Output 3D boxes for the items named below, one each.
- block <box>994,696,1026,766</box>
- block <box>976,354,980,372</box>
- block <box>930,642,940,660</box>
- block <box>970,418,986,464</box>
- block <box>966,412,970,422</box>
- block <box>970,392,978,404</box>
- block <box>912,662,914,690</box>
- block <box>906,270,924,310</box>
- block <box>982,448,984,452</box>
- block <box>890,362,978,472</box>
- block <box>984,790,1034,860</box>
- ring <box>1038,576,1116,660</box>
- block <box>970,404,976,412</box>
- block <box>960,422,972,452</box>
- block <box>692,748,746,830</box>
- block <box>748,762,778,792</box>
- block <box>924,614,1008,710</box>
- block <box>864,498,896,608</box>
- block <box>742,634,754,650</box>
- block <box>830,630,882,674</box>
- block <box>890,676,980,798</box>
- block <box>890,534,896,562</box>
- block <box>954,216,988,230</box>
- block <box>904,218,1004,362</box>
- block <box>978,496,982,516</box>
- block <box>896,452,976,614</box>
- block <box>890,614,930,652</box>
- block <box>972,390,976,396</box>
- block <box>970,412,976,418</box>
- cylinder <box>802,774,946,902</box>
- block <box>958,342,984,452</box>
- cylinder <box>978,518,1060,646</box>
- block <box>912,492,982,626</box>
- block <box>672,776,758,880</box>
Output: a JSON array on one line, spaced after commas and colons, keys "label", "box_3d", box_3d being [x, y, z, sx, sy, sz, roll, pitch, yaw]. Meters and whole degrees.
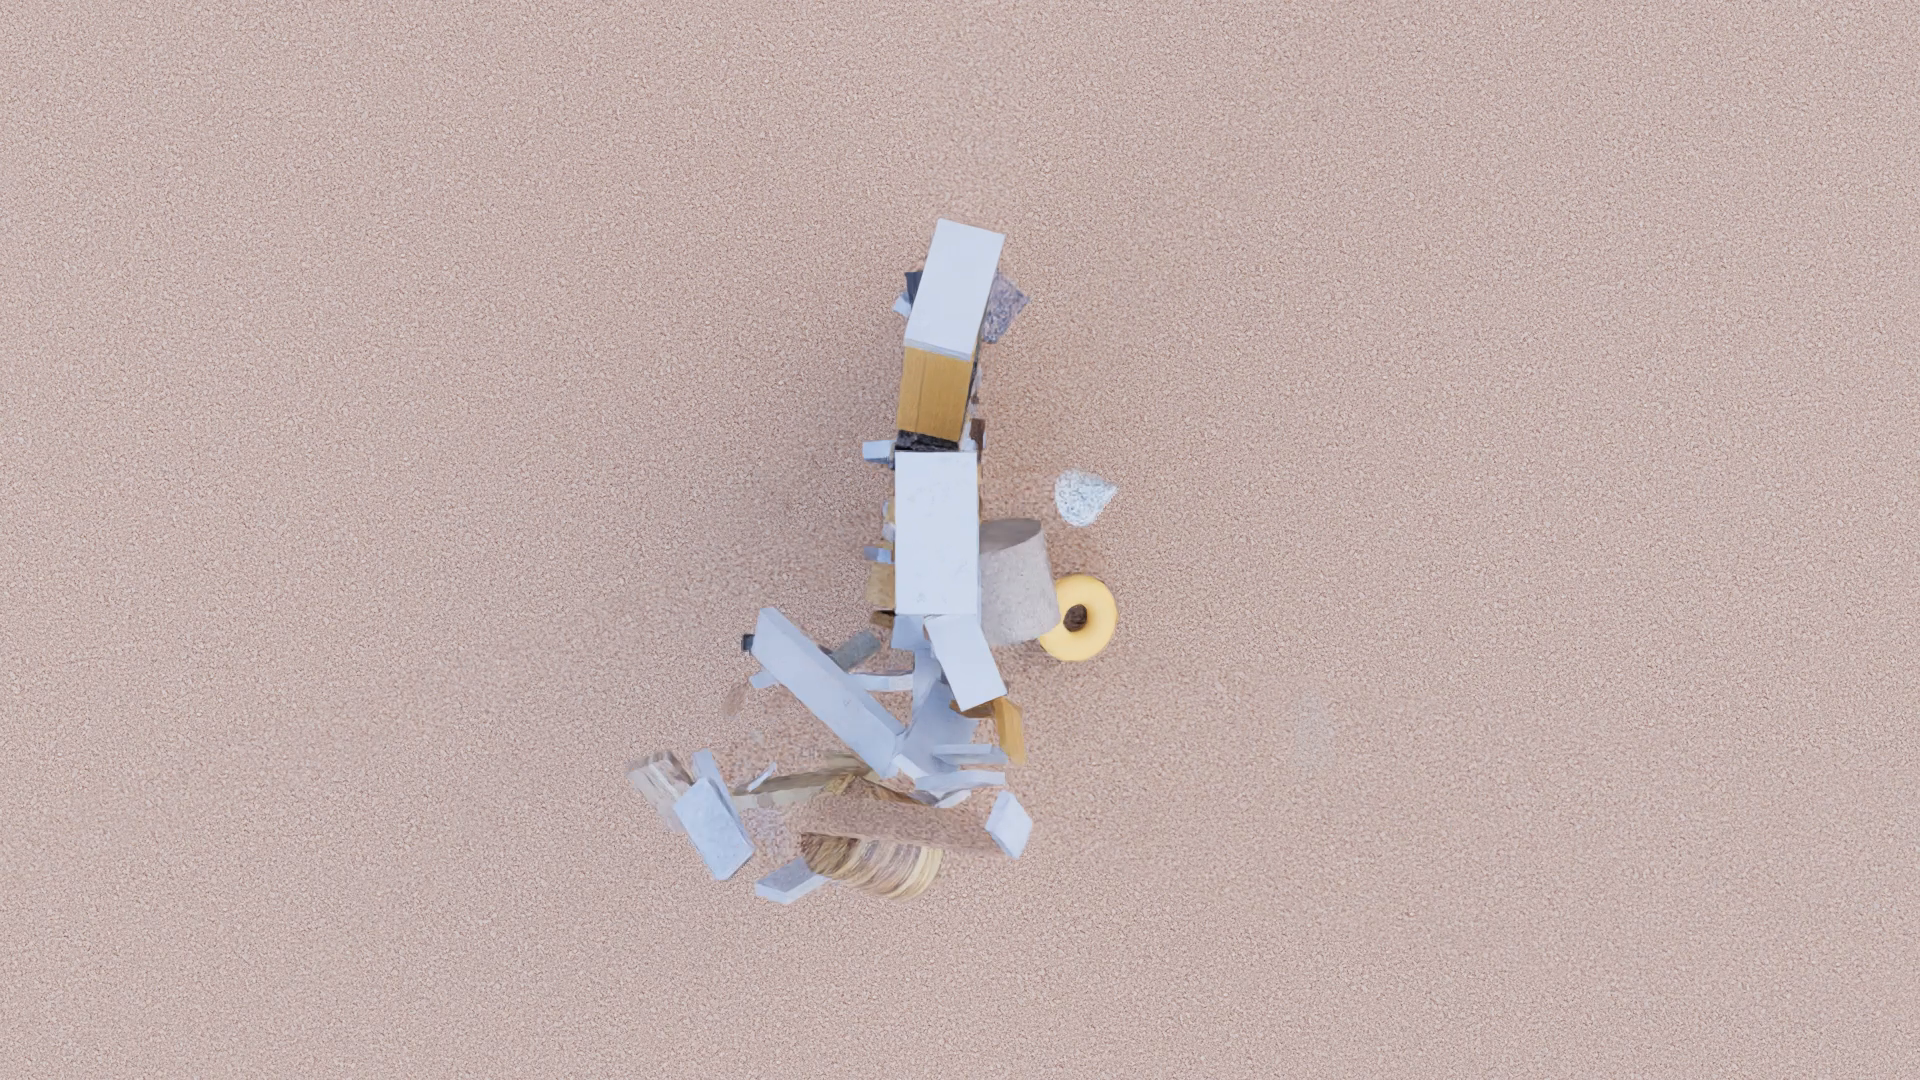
[{"label": "block", "box_3d": [0.119, 0.455, 3.947, 0.023, 0.165, 0.082, -30, 124, 16]}, {"label": "block", "box_3d": [0.005, -0.537, 4.240, 0.104, 0.029, 0.207, 10, 84, -10]}, {"label": "block", "box_3d": [-0.048, 0.265, 4.434, 0.056, 0.016, 0.112, 5, 91, -6]}, {"label": "block", "box_3d": [-0.013, -0.232, 5.164, 0.154, 0.044, 0.309, 7, 90, 3]}, {"label": "block", "box_3d": [-0.005, -0.379, 4.997, 0.068, 0.019, 0.135, -2, 88, 2]}, {"label": "block", "box_3d": [0.016, -0.470, 5.143, 0.067, 0.256, 0.019, -6, 113, -1]}, {"label": "block", "box_3d": [-0.107, 0.487, 5.306, 0.092, 0.026, 0.185, 1, 90, 31]}, {"label": "block", "box_3d": [-0.062, -0.635, 4.718, 0.145, 0.041, 0.290, -10, 75, 0]}, {"label": "block", "box_3d": [0.001, -0.324, 5.345, 0.154, 0.309, 0.044, 3, 88, 0]}, {"label": "block", "box_3d": [-0.065, -0.308, 4.136, 0.153, 0.043, 0.307, 13, 89, 1]}, {"label": "block", "box_3d": [0.116, 0.667, 3.857, 0.028, 0.196, 0.098, 15, 67, 26]}, {"label": "ring", "box_3d": [0.379, 0.256, 5.412, 0.292, 0.097, 0.292, -6, 106, -22]}, {"label": "block", "box_3d": [-0.004, -0.512, 5.281, 0.101, 0.029, 0.203, -2, 90, 1]}, {"label": "block", "box_3d": [-0.055, -0.227, 4.862, 0.131, 0.037, 0.263, 10, 90, 3]}, {"label": "block", "box_3d": [-0.716, 0.795, 4.945, 0.045, 0.160, 0.320, -22, 73, -20]}, {"label": "block", "box_3d": [-0.528, 0.633, 4.407, 0.014, 0.048, 0.095, 44, 124, -5]}, {"label": "block", "box_3d": [0.013, 0.271, 3.850, 0.117, 0.033, 0.233, -22, 103, 2]}, {"label": "block", "box_3d": [-0.166, 0.047, 4.860, 0.156, 0.044, 0.312, 14, 92, 14]}, {"label": "block", "box_3d": [-0.589, 0.295, 4.821, 0.092, 0.013, 0.046, -7, 123, -12]}, {"label": "block", "box_3d": [-0.294, 0.317, 4.666, 0.140, 0.020, 0.070, -35, 67, -31]}, {"label": "block", "box_3d": [-0.054, 0.491, 4.142, 0.152, 0.304, 0.043, 39, 128, -9]}, {"label": "block", "box_3d": [-0.090, -0.076, 4.488, 0.149, 0.042, 0.299, 10, 82, -1]}, {"label": "block", "box_3d": [0.015, -0.713, 4.063, 0.081, 0.023, 0.163, 9, 79, 2]}, {"label": "block", "box_3d": [-0.013, -0.585, 3.855, 0.160, 0.045, 0.320, 15, 72, 2]}, {"label": "block", "box_3d": [-0.010, -0.118, 5.341, 0.154, 0.309, 0.044, 6, 87, 3]}, {"label": "block", "box_3d": [-0.053, -0.017, 3.687, 0.179, 0.051, 0.358, 0, 93, 0]}, {"label": "block", "box_3d": [-0.108, 0.178, 4.548, 0.130, 0.037, 0.260, 10, 85, -8]}, {"label": "block", "box_3d": [-0.013, -0.553, 5.016, 0.115, 0.033, 0.230, -4, 95, 1]}, {"label": "block", "box_3d": [-0.001, -0.430, 5.397, 0.101, 0.203, 0.029, -1, 80, 1]}, {"label": "cylinder", "box_3d": [-0.232, 0.805, 4.447, 0.277, 0.277, 0.277, 28, 90, -35]}, {"label": "block", "box_3d": [-0.050, -0.392, 4.492, 0.164, 0.046, 0.328, 13, 88, 1]}, {"label": "cylinder", "box_3d": [0.126, 0.121, 4.818, 0.288, 0.288, 0.288, -13, 108, 0]}, {"label": "block", "box_3d": [-0.040, 0.034, 4.105, 0.174, 0.049, 0.348, -2, 94, -2]}, {"label": "block", "box_3d": [-0.689, 0.806, 4.626, 0.133, 0.038, 0.265, -44, 62, 10]}]
